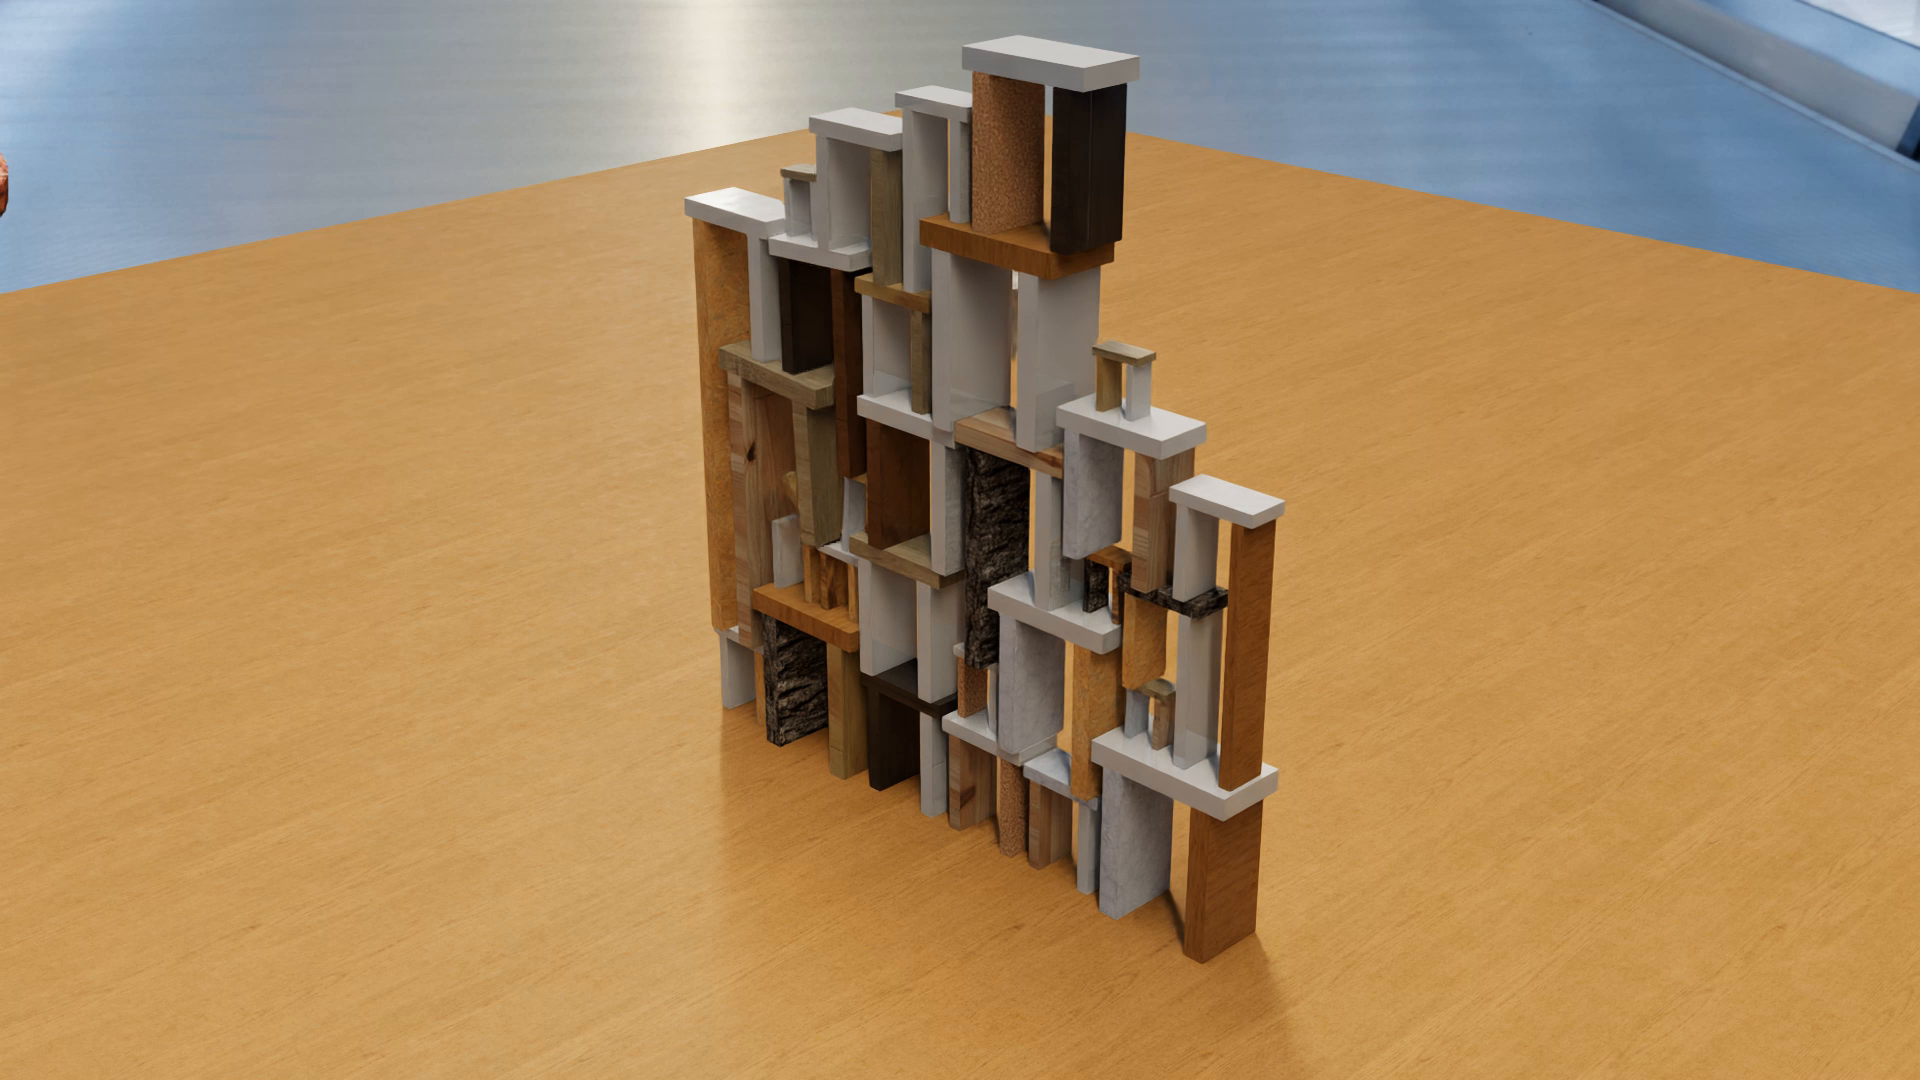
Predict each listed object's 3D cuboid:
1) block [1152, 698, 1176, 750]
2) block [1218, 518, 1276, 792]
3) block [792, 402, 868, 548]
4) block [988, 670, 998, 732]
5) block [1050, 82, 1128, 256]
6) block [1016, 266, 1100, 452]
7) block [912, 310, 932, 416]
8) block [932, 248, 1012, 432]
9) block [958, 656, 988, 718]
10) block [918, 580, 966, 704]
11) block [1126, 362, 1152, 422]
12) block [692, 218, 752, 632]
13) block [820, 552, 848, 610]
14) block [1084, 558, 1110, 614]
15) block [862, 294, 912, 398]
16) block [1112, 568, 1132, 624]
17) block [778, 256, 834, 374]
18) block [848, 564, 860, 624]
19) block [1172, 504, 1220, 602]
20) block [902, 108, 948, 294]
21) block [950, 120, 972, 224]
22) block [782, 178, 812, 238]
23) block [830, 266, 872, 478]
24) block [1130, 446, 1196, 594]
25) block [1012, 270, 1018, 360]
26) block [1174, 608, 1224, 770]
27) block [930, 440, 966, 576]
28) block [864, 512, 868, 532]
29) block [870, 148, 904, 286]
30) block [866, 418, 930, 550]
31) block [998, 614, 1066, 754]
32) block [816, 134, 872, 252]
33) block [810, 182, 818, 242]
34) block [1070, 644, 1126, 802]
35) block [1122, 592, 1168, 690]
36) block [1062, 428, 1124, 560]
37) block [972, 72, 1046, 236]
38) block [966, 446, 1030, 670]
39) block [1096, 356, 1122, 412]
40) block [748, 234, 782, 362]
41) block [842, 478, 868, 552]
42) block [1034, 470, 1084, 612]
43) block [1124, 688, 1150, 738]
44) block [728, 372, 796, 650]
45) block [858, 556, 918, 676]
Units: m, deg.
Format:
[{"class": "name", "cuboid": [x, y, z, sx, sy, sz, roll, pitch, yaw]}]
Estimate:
[{"class": "block", "cuboid": [0.370, 0.326, 3.966, 0.014, 0.100, 0.050, 23, 32, 40]}, {"class": "block", "cuboid": [0.491, 0.192, 3.766, 0.089, 0.501, 0.025, -21, 31, -41]}, {"class": "block", "cuboid": [-0.260, -0.150, 4.444, 0.149, 0.298, 0.042, -21, 28, -41]}, {"class": "block", "cuboid": [0.086, 0.303, 4.265, 0.018, 0.129, 0.064, 21, 31, 41]}, {"class": "block", "cuboid": [0.217, -0.633, 3.715, 0.140, 0.280, 0.040, -22, 32, -40]}, {"class": "block", "cuboid": [0.174, -0.331, 3.893, 0.162, 0.323, 0.046, -21, 31, -40]}, {"class": "block", "cuboid": [-0.045, -0.344, 4.122, 0.029, 0.202, 0.101, 21, 31, 40]}, {"class": "block", "cuboid": [0.023, -0.382, 4.036, 0.046, 0.340, 0.162, 21, 31, 40]}, {"class": "block", "cuboid": [0.025, 0.279, 4.321, 0.018, 0.129, 0.064, 21, 30, 41]}, {"class": "block", "cuboid": [-0.026, 0.183, 4.331, 0.036, 0.254, 0.127, 21, 31, 40]}, {"class": "block", "cuboid": [0.306, -0.258, 3.774, 0.014, 0.101, 0.050, 21, 31, 40]}, {"class": "block", "cuboid": [-0.483, -0.244, 4.650, 0.128, 0.912, 0.036, -21, 31, -41]}, {"class": "block", "cuboid": [-0.257, 0.076, 4.530, 0.018, 0.128, 0.064, 21, 31, 41]}, {"class": "block", "cuboid": [0.248, 0.076, 3.994, 0.015, 0.105, 0.053, 22, 31, 40]}, {"class": "block", "cuboid": [-0.140, -0.381, 4.210, 0.029, 0.202, 0.101, 21, 31, 40]}, {"class": "block", "cuboid": [0.296, 0.095, 3.948, 0.053, 0.105, 0.015, -21, 30, -40]}, {"class": "block", "cuboid": [-0.301, -0.457, 4.360, 0.033, 0.234, 0.117, 21, 30, 41]}, {"class": "block", "cuboid": [-0.197, 0.099, 4.474, 0.064, 0.128, 0.018, -21, 31, -41]}, {"class": "block", "cuboid": [0.406, 0.010, 3.780, 0.025, 0.177, 0.089, 21, 31, 40]}, {"class": "block", "cuboid": [-0.062, -0.625, 4.018, 0.026, 0.339, 0.092, 21, 31, 40]}, {"class": "block", "cuboid": [0.023, -0.662, 3.907, 0.092, 0.184, 0.026, -22, 31, -40]}, {"class": "block", "cuboid": [-0.315, -0.653, 4.289, 0.016, 0.115, 0.058, 19, 30, 42]}, {"class": "block", "cuboid": [-0.190, -0.335, 4.293, 0.117, 0.422, 0.033, -22, 30, -40]}, {"class": "block", "cuboid": [0.352, -0.045, 3.813, 0.034, 0.254, 0.121, 21, 31, 40]}, {"class": "block", "cuboid": [0.089, -0.744, 7.209, 0.239, 0.239, 0.239, 1, 23, 2]}, {"class": "block", "cuboid": [0.420, 0.254, 3.880, 0.092, 0.298, 0.026, -21, 30, -41]}, {"class": "block", "cuboid": [0.006, -0.076, 4.186, 0.038, 0.265, 0.133, 21, 31, 40]}, {"class": "block", "cuboid": [-0.160, -0.066, 4.369, 0.051, 0.103, 0.015, -20, 41, -39]}, {"class": "block", "cuboid": [-0.113, -0.608, 4.083, 0.031, 0.258, 0.109, 21, 31, 41]}, {"class": "block", "cuboid": [-0.120, -0.125, 4.300, 0.038, 0.265, 0.133, 21, 31, 40]}, {"class": "block", "cuboid": [0.138, 0.251, 4.186, 0.041, 0.286, 0.143, 21, 31, 40]}, {"class": "block", "cuboid": [-0.220, -0.667, 4.170, 0.109, 0.219, 0.031, -22, 32, -40]}, {"class": "block", "cuboid": [-0.260, -0.636, 4.238, 0.016, 0.115, 0.058, 19, 30, 42]}, {"class": "block", "cuboid": [0.271, 0.316, 4.066, 0.143, 0.311, 0.041, -21, 31, -40]}, {"class": "block", "cuboid": [0.331, 0.168, 3.937, 0.026, 0.184, 0.092, 20, 30, 40]}, {"class": "block", "cuboid": [0.238, -0.096, 3.918, 0.121, 0.241, 0.034, -22, 31, -40]}, {"class": "block", "cuboid": [0.085, -0.685, 3.838, 0.140, 0.280, 0.040, -22, 31, -40]}, {"class": "block", "cuboid": [0.071, 0.018, 4.154, 0.038, 0.447, 0.134, 21, 31, 40]}, {"class": "block", "cuboid": [0.259, -0.277, 3.817, 0.014, 0.101, 0.050, 20, 31, 41]}, {"class": "block", "cuboid": [-0.361, -0.496, 4.410, 0.036, 0.256, 0.128, 21, 31, 41]}, {"class": "block", "cuboid": [-0.211, -0.058, 4.425, 0.051, 0.162, 0.015, -21, 36, -39]}, {"class": "block", "cuboid": [0.196, -0.015, 4.002, 0.134, 0.267, 0.038, -21, 31, -40]}, {"class": "block", "cuboid": [0.324, 0.307, 4.010, 0.014, 0.100, 0.050, 22, 31, 40]}, {"class": "block", "cuboid": [-0.406, -0.075, 4.634, 0.149, 0.613, 0.042, -21, 31, -41]}, {"class": "block", "cuboid": [-0.145, 0.136, 4.441, 0.036, 0.254, 0.127, 21, 31, 41]}]
